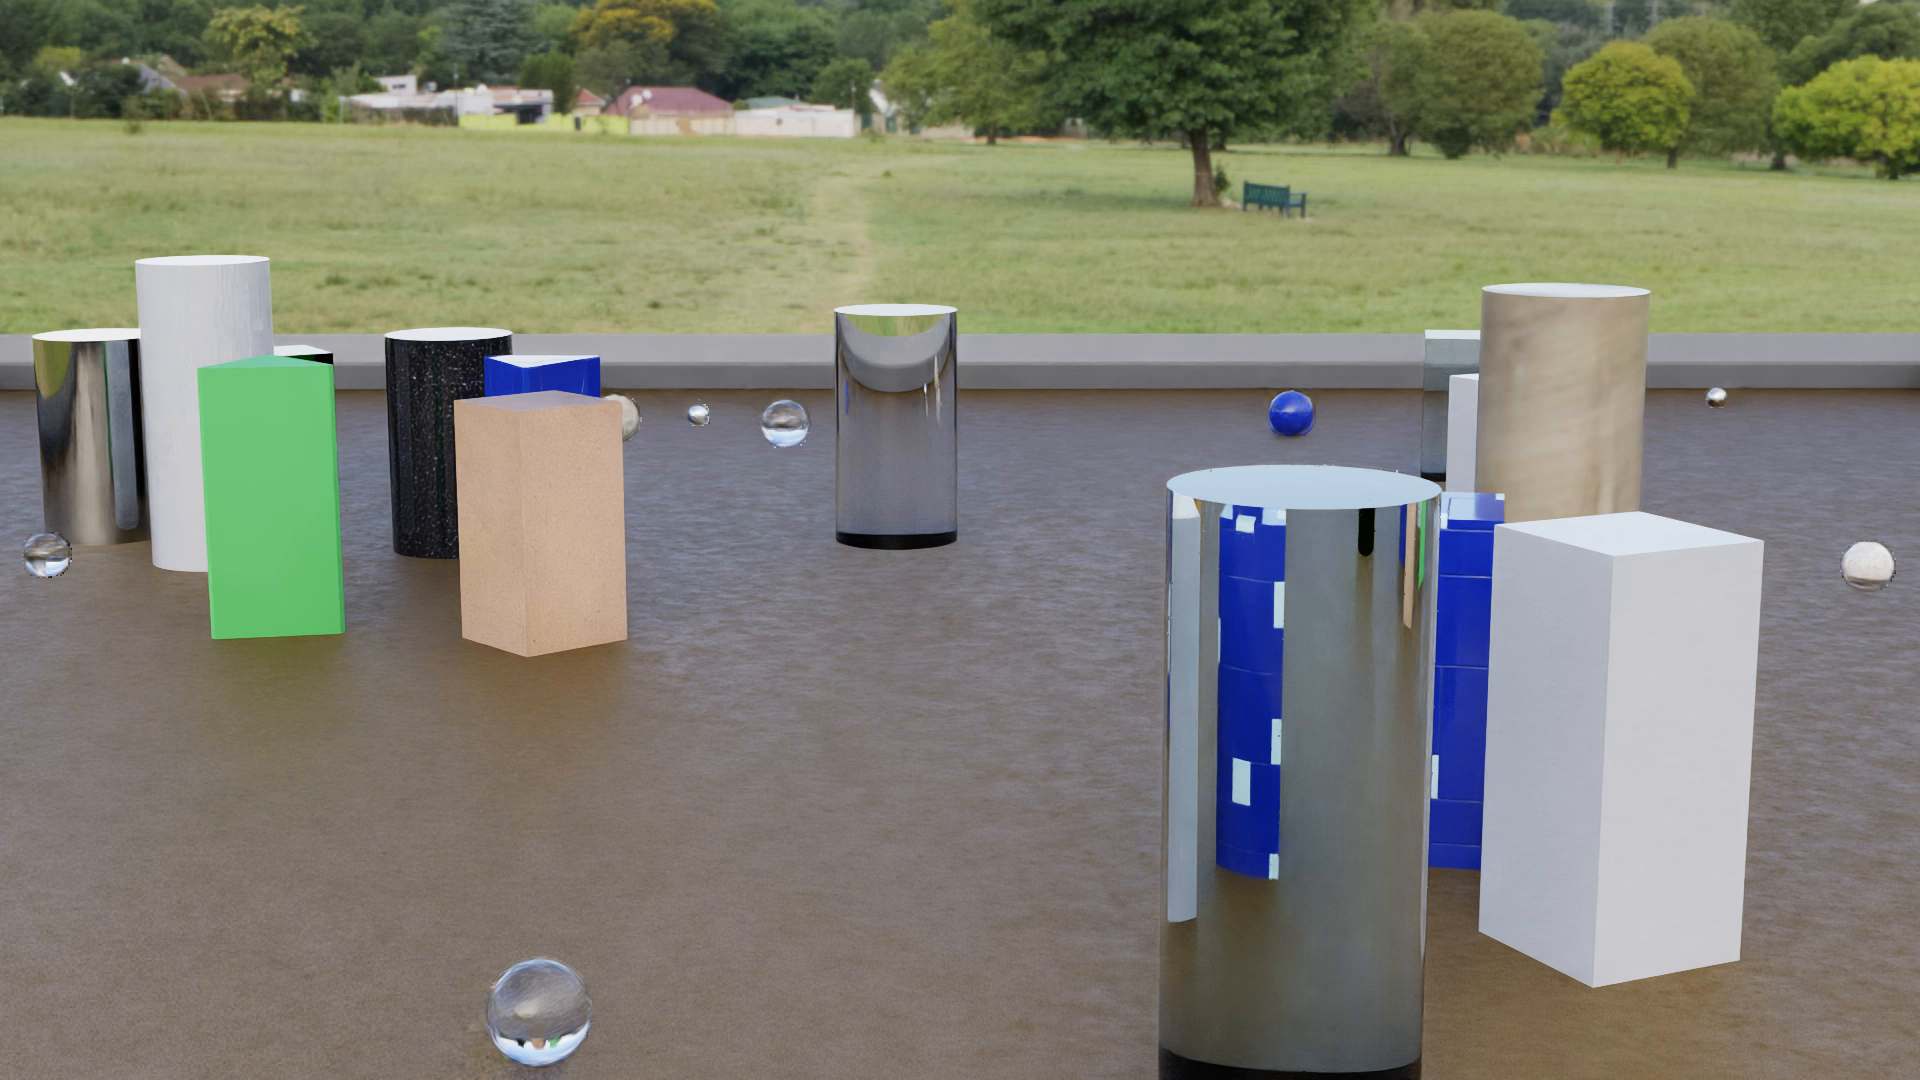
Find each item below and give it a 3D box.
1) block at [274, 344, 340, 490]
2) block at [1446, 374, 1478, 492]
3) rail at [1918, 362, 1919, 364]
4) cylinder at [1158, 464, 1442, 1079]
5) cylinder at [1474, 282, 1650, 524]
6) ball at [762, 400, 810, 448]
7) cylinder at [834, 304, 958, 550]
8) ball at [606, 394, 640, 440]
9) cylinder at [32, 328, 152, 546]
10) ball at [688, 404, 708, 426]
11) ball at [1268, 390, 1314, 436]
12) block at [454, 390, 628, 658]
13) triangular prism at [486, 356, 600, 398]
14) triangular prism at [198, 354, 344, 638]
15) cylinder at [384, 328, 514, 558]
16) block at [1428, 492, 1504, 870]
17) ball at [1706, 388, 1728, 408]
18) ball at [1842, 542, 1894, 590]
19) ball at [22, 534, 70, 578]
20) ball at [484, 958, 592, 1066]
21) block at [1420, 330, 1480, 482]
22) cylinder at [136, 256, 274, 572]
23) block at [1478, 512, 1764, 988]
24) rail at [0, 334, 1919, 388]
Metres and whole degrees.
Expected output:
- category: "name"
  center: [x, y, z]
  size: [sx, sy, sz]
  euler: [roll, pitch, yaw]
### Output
- category: "block"
  center: [-1.175, -0.208, 4.426]
  size: [0.150, 0.236, 0.150]
  euler: [-7, 12, -31]
- category: "block"
  center: [0.848, -0.120, 3.902]
  size: [0.150, 0.255, 0.150]
  euler: [-5, 12, -27]
- category: "rail"
  center: [2.182, 0.029, 3.462]
  size: [0.045, 0.122, 4.732]
  euler: [0, 11, 0]
- category: "cylinder"
  center: [0.236, 0.178, 1.807]
  size: [0.188, 0.438, 0.188]
  euler: [0, 11, 0]
- category: "cylinder"
  center: [0.692, -0.056, 2.976]
  size: [0.188, 0.469, 0.188]
  euler: [0, 11, 0]
- category: "ball"
  center: [-0.333, -0.221, 4.895]
  size: [0.091, 0.091, 0.091]
  euler: [0, 11, 0]
- category: "cylinder"
  center: [-0.098, -0.176, 3.936]
  size: [0.188, 0.354, 0.188]
  euler: [0, 11, 0]
- category: "ball"
  center: [-0.668, -0.236, 4.971]
  size: [0.091, 0.091, 0.091]
  euler: [0, 11, 0]
- category: "cylinder"
  center: [-1.328, -0.163, 3.977]
  size: [0.188, 0.312, 0.188]
  euler: [0, 11, 0]
- category: "ball"
  center: [-0.530, -0.252, 5.190]
  size: [0.043, 0.043, 0.043]
  euler: [0, 11, 0]
- category: "ball"
  center: [0.651, -0.248, 5.041]
  size: [0.090, 0.090, 0.090]
  euler: [0, 11, 0]
- category: "block"
  center: [-0.531, -0.025, 3.254]
  size: [0.150, 0.306, 0.150]
  euler: [-9, 14, -41]
- category: "triangular prism"
  center: [-0.620, -0.105, 3.676]
  size: [0.141, 0.310, 0.163]
  euler: [6, 12, 30]
- category: "triangular prism"
  center: [-0.891, -0.060, 3.333]
  size: [0.163, 0.347, 0.141]
  euler: [-2, 11, -12]
- category: "cylinder"
  center: [-0.765, -0.149, 3.868]
  size: [0.188, 0.325, 0.188]
  euler: [0, 11, 0]
- category: "block"
  center: [0.426, 0.126, 2.398]
  size: [0.150, 0.324, 0.150]
  euler: [2, 11, 12]
- category: "ball"
  center: [1.609, -0.302, 5.454]
  size: [0.044, 0.044, 0.044]
  euler: [0, 11, 0]
- category: "ball"
  center: [1.267, 0.036, 3.580]
  size: [0.068, 0.068, 0.068]
  euler: [0, 11, 0]
- category: "ball"
  center: [-1.307, 0.022, 3.669]
  size: [0.063, 0.063, 0.063]
  euler: [0, 11, 0]
- category: "ball"
  center: [-0.310, 0.347, 1.885]
  size: [0.078, 0.078, 0.078]
  euler: [0, 11, 0]
- category: "block"
  center: [0.897, -0.238, 4.547]
  size: [0.150, 0.252, 0.150]
  euler: [2, 11, 9]
- category: "cylinder"
  center: [-1.098, -0.189, 3.762]
  size: [0.188, 0.442, 0.188]
  euler: [0, 11, 0]
- category: "block"
  center: [0.540, 0.166, 2.110]
  size: [0.150, 0.350, 0.150]
  euler: [-5, 12, -25]
- category: "rail"
  center: [-0.013, -0.398, 5.752]
  size: [4.411, 0.122, 0.045]
  euler: [0, 11, 0]
